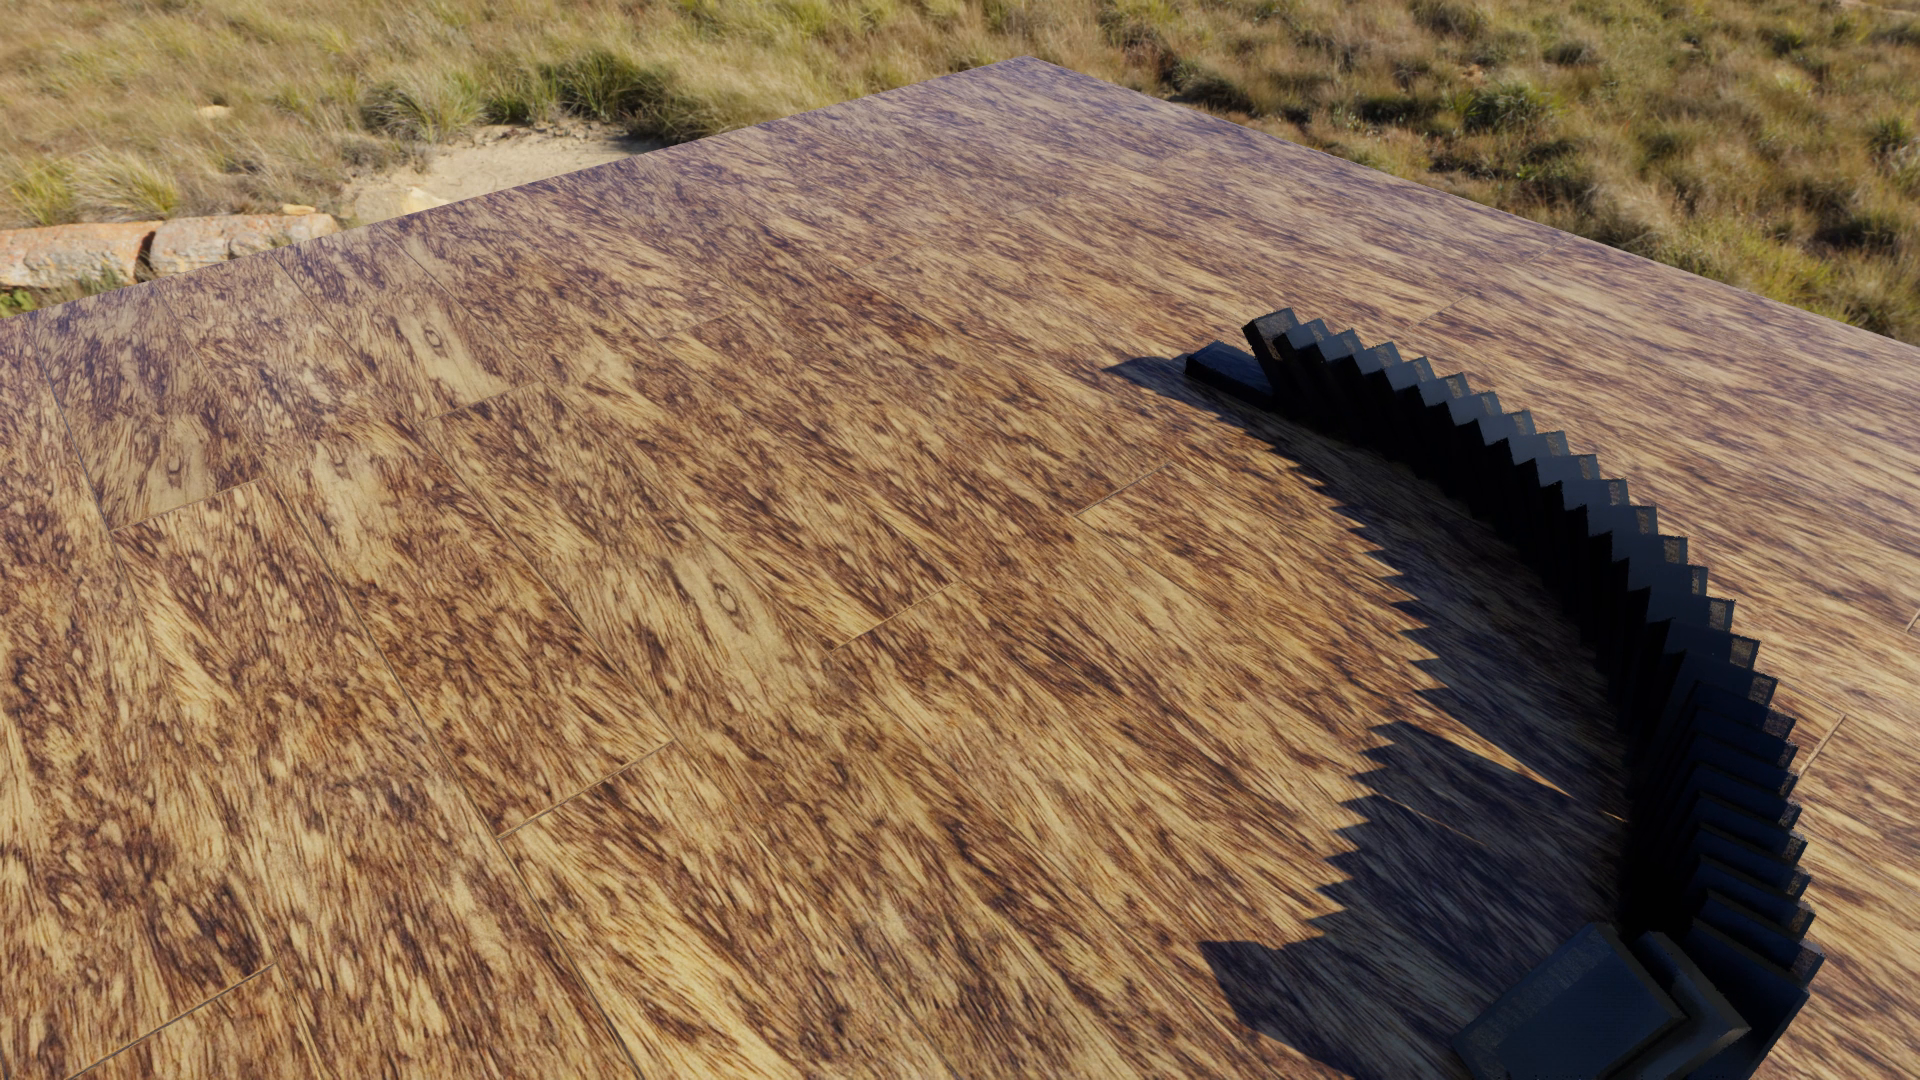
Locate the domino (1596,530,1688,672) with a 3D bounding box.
[{"bbox_3d":[0.243,0.023,0.392,0.025,0.010,0.050,7,79,8],"label":"domino"}]

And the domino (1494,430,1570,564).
[{"bbox_3d":[0.234,-0.017,0.441,0.025,0.009,0.050,-7,79,-8],"label":"domino"}]

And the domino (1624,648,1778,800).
[{"bbox_3d":[0.231,0.062,0.343,0.025,0.009,0.050,22,85,24],"label":"domino"}]

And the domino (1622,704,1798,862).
[{"bbox_3d":[0.218,0.076,0.321,0.025,0.050,0.009,25,11,27],"label":"domino"}]

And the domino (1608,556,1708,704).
[{"bbox_3d":[0.241,0.033,0.380,0.025,0.009,0.050,8,80,10],"label":"domino"}]

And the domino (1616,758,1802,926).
[{"bbox_3d":[0.207,0.089,0.305,0.025,0.050,0.009,25,12,27],"label":"domino"}]

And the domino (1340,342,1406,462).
[{"bbox_3d":[0.195,-0.063,0.498,0.025,0.009,0.050,-20,81,-22],"label":"domino"}]

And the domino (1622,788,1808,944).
[{"bbox_3d":[0.202,0.096,0.297,0.025,0.050,0.009,25,12,27],"label":"domino"}]

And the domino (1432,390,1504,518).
[{"bbox_3d":[0.222,-0.036,0.466,0.025,0.009,0.050,-12,78,-15],"label":"domino"}]

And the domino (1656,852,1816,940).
[{"bbox_3d":[0.191,0.109,0.281,0.025,0.050,0.010,26,13,27],"label":"domino"}]

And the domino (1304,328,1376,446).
[{"bbox_3d":[0.182,-0.070,0.507,0.025,0.009,0.050,-23,82,-26],"label":"domino"}]

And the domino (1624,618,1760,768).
[{"bbox_3d":[0.236,0.053,0.355,0.025,0.009,0.050,18,83,20],"label":"domino"}]

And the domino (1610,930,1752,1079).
[{"bbox_3d":[0.159,0.121,0.266,0.009,0.050,0.025,16,30,-31],"label":"domino"}]

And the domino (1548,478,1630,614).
[{"bbox_3d":[0.241,0.002,0.417,0.025,0.010,0.050,-1,79,-1],"label":"domino"}]

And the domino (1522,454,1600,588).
[{"bbox_3d":[0.238,-0.008,0.429,0.025,0.009,0.050,-4,79,-5],"label":"domino"}]

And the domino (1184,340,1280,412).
[{"bbox_3d":[0.139,-0.081,0.543,0.025,0.010,0.050,-30,48,-32],"label":"domino"}]

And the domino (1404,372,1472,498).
[{"bbox_3d":[0.215,-0.046,0.477,0.025,0.010,0.050,-14,78,-16],"label":"domino"}]

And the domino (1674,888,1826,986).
[{"bbox_3d":[0.186,0.115,0.272,0.025,0.050,0.010,28,14,27],"label":"domino"}]

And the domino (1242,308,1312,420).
[{"bbox_3d":[0.157,-0.084,0.523,0.025,0.010,0.050,-22,82,-26],"label":"domino"}]

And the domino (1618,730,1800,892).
[{"bbox_3d":[0.212,0.083,0.313,0.025,0.050,0.009,25,12,27],"label":"domino"}]

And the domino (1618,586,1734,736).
[{"bbox_3d":[0.239,0.043,0.367,0.025,0.010,0.050,12,82,14],"label":"domino"}]

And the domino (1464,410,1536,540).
[{"bbox_3d":[0.229,-0.027,0.454,0.025,0.009,0.050,-10,78,-12],"label":"domino"}]

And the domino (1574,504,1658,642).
[{"bbox_3d":[0.242,0.013,0.405,0.025,0.009,0.050,2,79,3],"label":"domino"}]

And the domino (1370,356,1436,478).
[{"bbox_3d":[0.205,-0.055,0.488,0.025,0.009,0.050,-17,80,-20],"label":"domino"}]

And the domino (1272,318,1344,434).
[{"bbox_3d":[0.170,-0.077,0.515,0.025,0.009,0.050,-24,83,-26],"label":"domino"}]

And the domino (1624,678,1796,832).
[{"bbox_3d":[0.223,0.070,0.329,0.025,0.050,0.009,25,11,27],"label":"domino"}]

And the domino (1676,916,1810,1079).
[{"bbox_3d":[0.177,0.120,0.266,0.025,0.050,0.010,32,15,29],"label":"domino"}]

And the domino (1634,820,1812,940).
[{"bbox_3d":[0.196,0.102,0.289,0.025,0.050,0.009,25,12,27],"label":"domino"}]

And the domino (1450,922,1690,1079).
[{"bbox_3d":[0.147,0.119,0.268,0.010,0.050,0.025,16,30,-32],"label":"domino"}]
